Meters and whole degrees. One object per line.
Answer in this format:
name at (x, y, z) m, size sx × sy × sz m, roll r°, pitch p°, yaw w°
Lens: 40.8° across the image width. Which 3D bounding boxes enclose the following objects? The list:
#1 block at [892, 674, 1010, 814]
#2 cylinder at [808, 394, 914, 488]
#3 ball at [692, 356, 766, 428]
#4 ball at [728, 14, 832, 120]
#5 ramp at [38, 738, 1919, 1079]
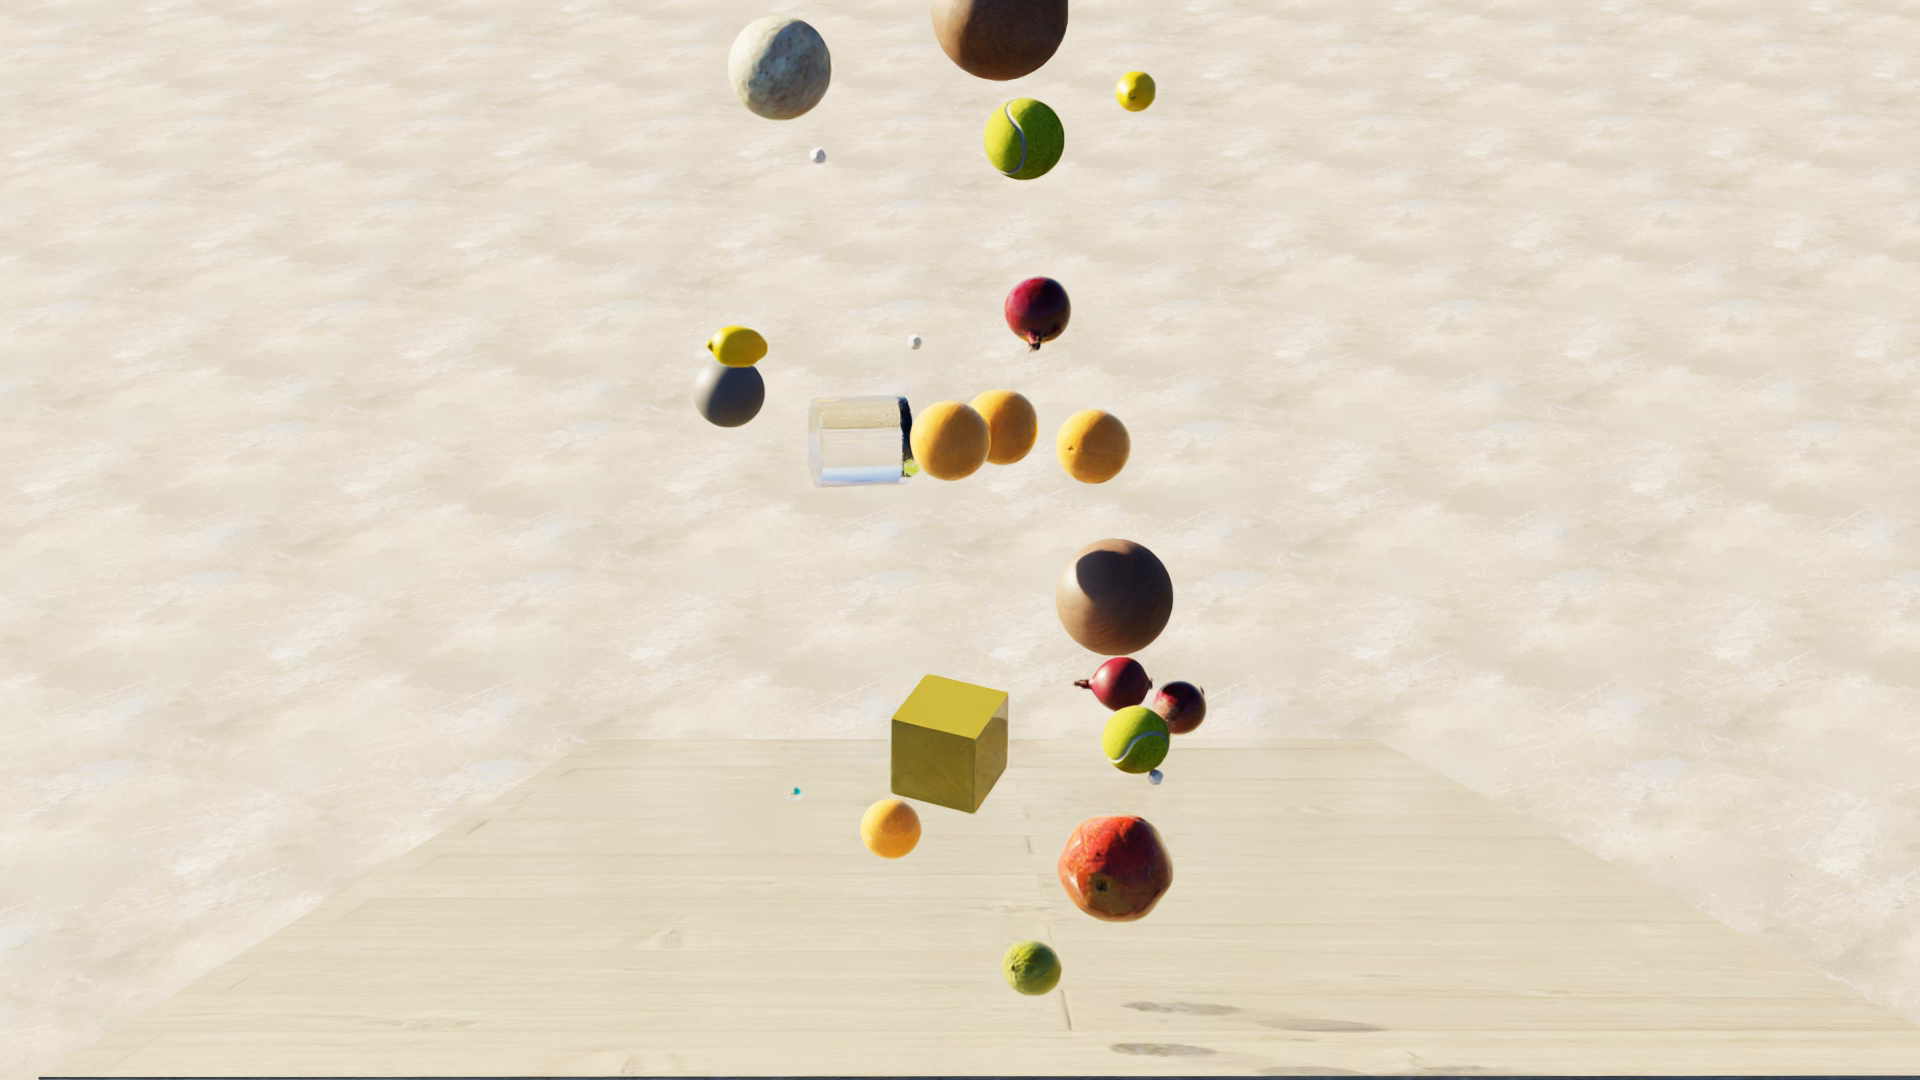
block at (-0.010, 0.216, 2.752) m, size 0.096 × 0.096 × 0.096 m, roll 12°, pitch 32°, yaw 19°
cylinder at (-0.108, -0.107, 2.801) m, size 0.098 × 0.098 × 0.098 m, roll -2°, pitch 28°, yaw -13°
ball at (-0.243, -0.156, 2.720) m, size 0.076 × 0.076 × 0.076 m, roll 0°, pitch 29°, yaw 0°
ball at (-0.161, -0.422, 2.311) m, size 0.093 × 0.093 × 0.093 m, roll 0°, pitch 29°, yaw 0°
ramp at (0.064, 0.576, 4.620) m, size 2.000 × 0.100 × 4.000 m, roll 0°, pitch 0°, yaw 0°
